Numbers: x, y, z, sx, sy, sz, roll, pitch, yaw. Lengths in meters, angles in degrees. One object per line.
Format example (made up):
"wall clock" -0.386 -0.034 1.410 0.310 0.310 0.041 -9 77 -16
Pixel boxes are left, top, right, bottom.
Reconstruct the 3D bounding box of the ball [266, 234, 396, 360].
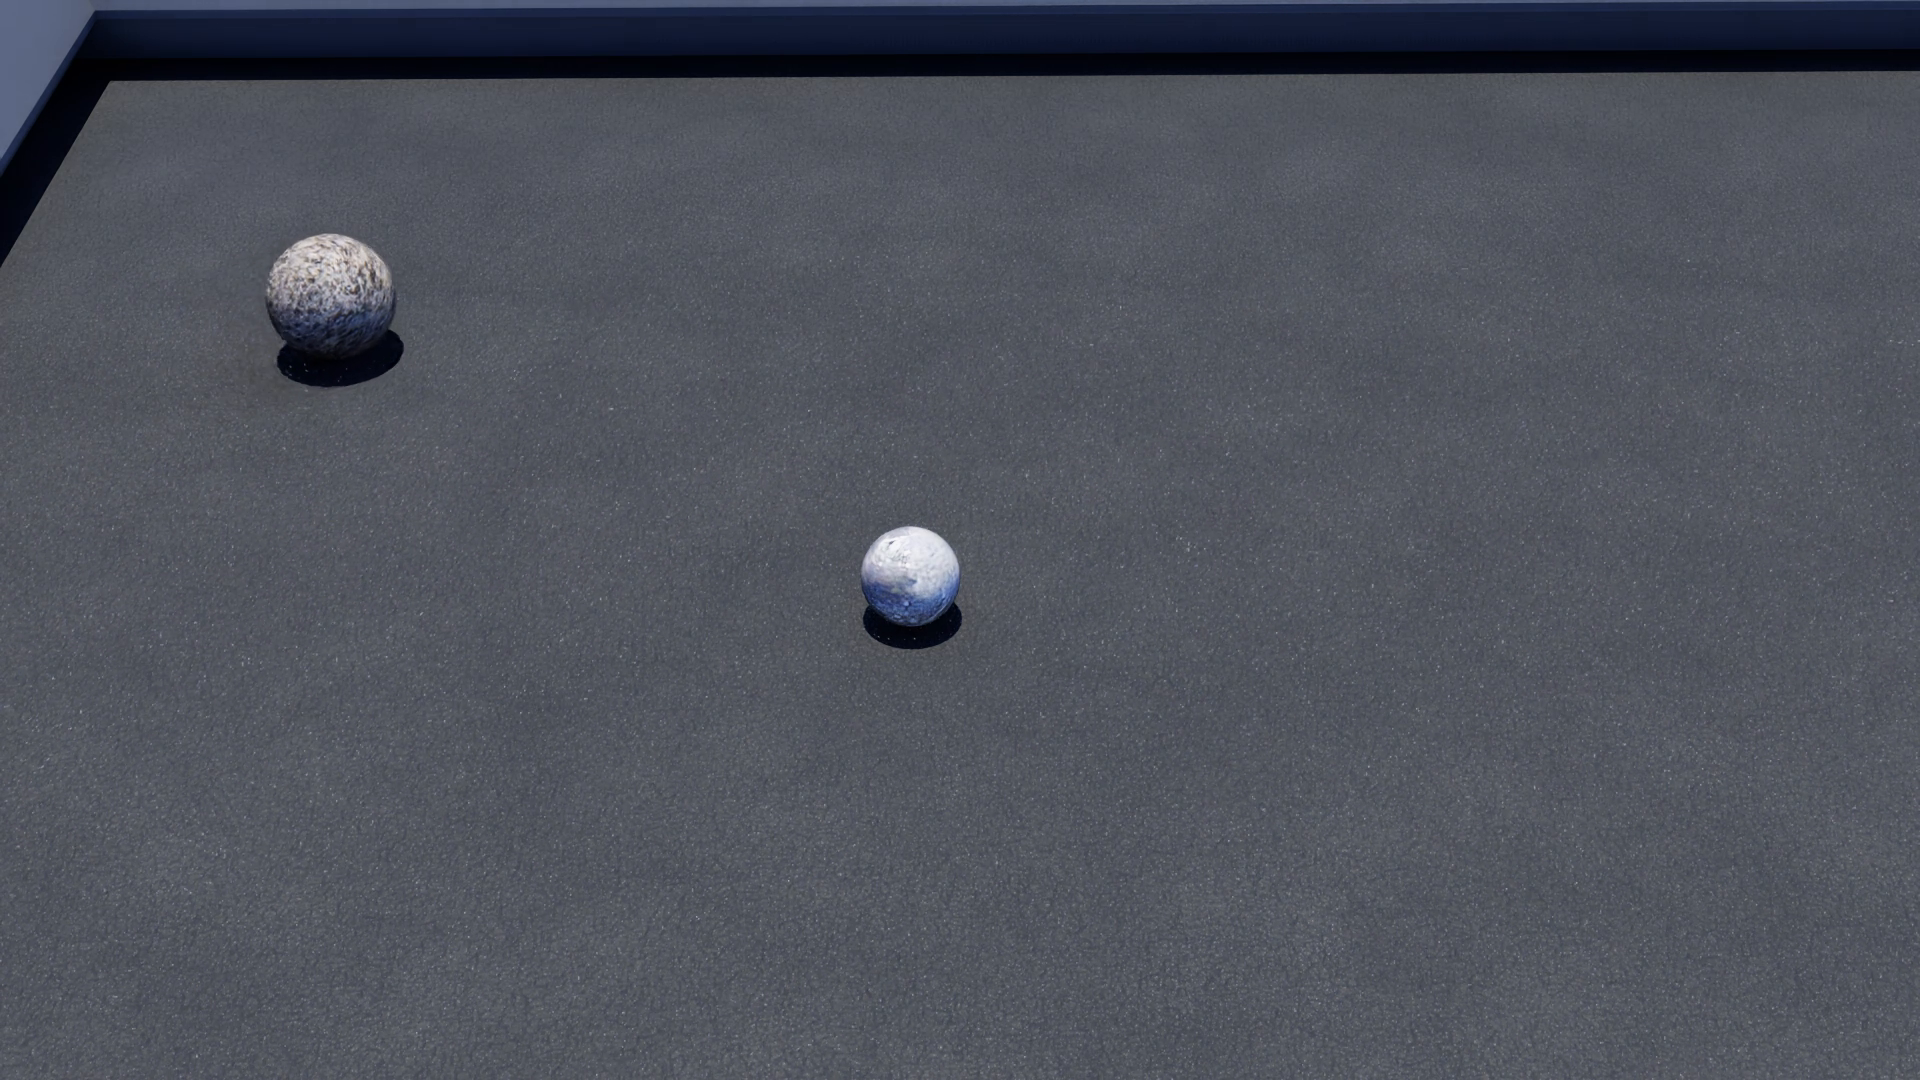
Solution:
"ball" -0.477 -0.184 1.944 0.096 0.096 0.096 0 36 0

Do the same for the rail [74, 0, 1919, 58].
"rail" 0.809 -0.501 2.359 3.277 0.124 0.045 0 36 -1

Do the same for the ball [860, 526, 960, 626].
"ball" -0.032 0.024 1.680 0.066 0.066 0.066 0 36 0

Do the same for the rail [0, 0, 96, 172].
"rail" -0.795 -0.013 1.679 0.045 0.124 1.681 0 36 -1
